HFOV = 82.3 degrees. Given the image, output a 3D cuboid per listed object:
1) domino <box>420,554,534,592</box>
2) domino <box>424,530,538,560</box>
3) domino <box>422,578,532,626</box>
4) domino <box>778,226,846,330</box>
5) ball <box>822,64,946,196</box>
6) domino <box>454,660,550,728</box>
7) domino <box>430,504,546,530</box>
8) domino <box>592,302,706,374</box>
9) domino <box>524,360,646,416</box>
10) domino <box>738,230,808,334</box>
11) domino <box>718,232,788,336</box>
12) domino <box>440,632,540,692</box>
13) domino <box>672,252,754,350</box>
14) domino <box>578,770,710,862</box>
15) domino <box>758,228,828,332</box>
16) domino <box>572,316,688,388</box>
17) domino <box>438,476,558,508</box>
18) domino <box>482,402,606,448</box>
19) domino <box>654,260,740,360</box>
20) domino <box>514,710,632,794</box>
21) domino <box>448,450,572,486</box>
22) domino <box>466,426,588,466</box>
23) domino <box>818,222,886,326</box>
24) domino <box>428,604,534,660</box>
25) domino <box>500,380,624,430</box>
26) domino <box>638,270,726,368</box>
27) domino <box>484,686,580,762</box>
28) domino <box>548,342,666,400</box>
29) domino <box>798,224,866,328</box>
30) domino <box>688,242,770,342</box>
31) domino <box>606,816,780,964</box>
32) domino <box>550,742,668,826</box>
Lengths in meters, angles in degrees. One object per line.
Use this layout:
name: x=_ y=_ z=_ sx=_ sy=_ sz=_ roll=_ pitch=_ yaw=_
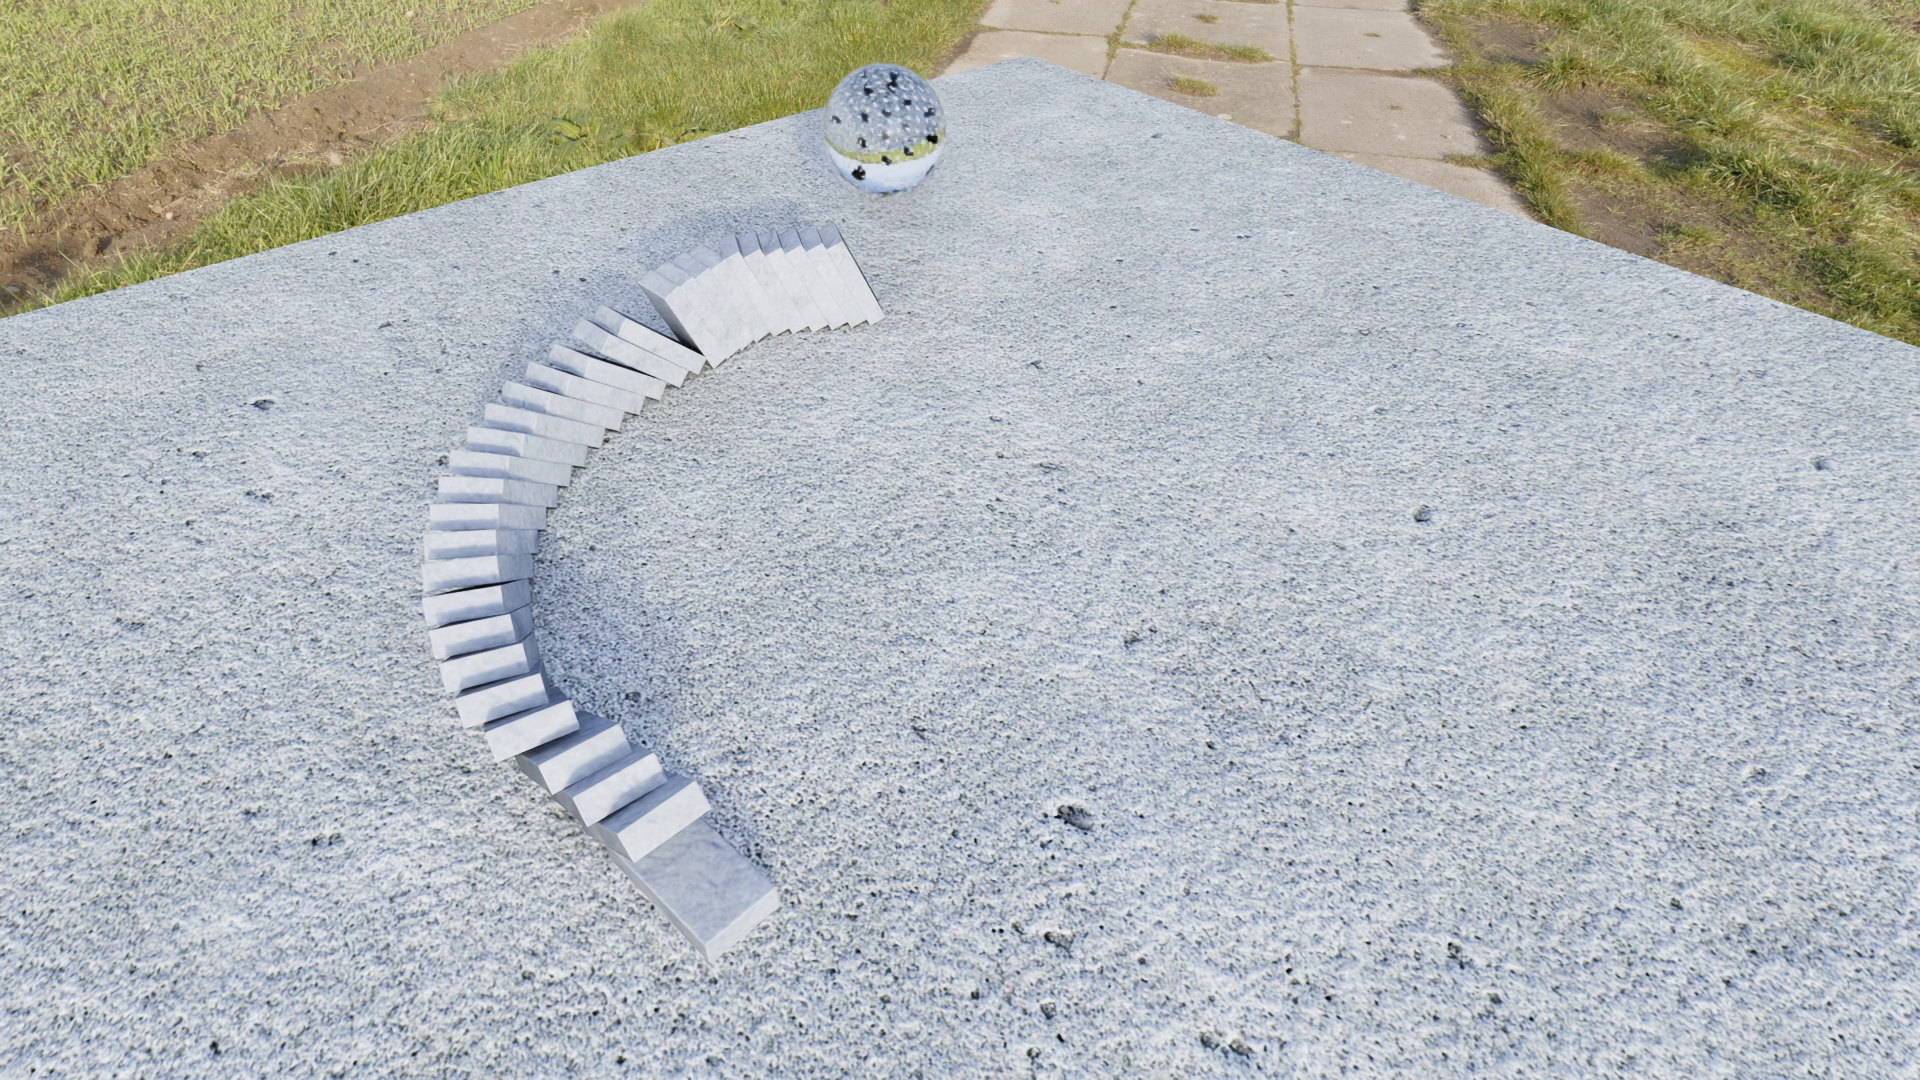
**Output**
domino: x=-0.177 y=0.011 z=0.406 sx=0.025 sy=0.010 sz=0.050 roll=-7 pitch=1 yaw=-8
domino: x=-0.181 y=0.002 z=0.419 sx=0.025 sy=0.010 sz=0.050 roll=-4 pitch=1 yaw=-5
domino: x=-0.172 y=0.022 z=0.394 sx=0.025 sy=0.009 sz=0.050 roll=-9 pitch=3 yaw=-11
domino: x=-0.077 y=-0.138 z=0.580 sx=0.009 sy=0.050 sz=0.025 roll=-28 pitch=41 yaw=4
ball: x=-0.049 y=-0.265 z=0.711 sx=0.080 sy=0.080 sz=0.080 roll=0 pitch=39 yaw=0
domino: x=-0.149 y=0.050 z=0.361 sx=0.025 sy=0.009 sz=0.050 roll=-17 pitch=5 yaw=-19
domino: x=-0.184 y=-0.009 z=0.431 sx=0.025 sy=0.009 sz=0.050 roll=-1 pitch=0 yaw=-1
domino: x=-0.151 y=-0.098 z=0.536 sx=0.025 sy=0.009 sz=0.050 roll=32 pitch=6 yaw=38
domino: x=-0.172 y=-0.069 z=0.505 sx=0.025 sy=0.010 sz=0.050 roll=20 pitch=4 yaw=22
domino: x=-0.098 y=-0.135 z=0.577 sx=0.010 sy=0.050 sz=0.025 roll=-28 pitch=42 yaw=4
domino: x=-0.108 y=-0.133 z=0.574 sx=0.010 sy=0.050 sz=0.025 roll=-28 pitch=42 yaw=4
domino: x=-0.158 y=0.041 z=0.372 sx=0.025 sy=0.010 sz=0.050 roll=-14 pitch=4 yaw=-17
domino: x=-0.126 y=-0.121 z=0.560 sx=0.009 sy=0.050 sz=0.025 roll=-44 pitch=53 yaw=-12
domino: x=-0.095 y=0.079 z=0.324 sx=0.025 sy=0.009 sz=0.050 roll=-33 pitch=14 yaw=-30
domino: x=-0.087 y=-0.136 z=0.578 sx=0.009 sy=0.050 sz=0.025 roll=-28 pitch=42 yaw=4
domino: x=-0.158 y=-0.090 z=0.528 sx=0.025 sy=0.009 sz=0.050 roll=31 pitch=5 yaw=33
domino: x=-0.185 y=-0.019 z=0.443 sx=0.025 sy=0.010 sz=0.050 roll=2 pitch=0 yaw=3
domino: x=-0.181 y=-0.050 z=0.481 sx=0.025 sy=0.009 sz=0.050 roll=12 pitch=1 yaw=14
domino: x=-0.132 y=-0.115 z=0.553 sx=0.009 sy=0.050 sz=0.025 roll=-45 pitch=54 yaw=-12
domino: x=-0.122 y=0.065 z=0.343 sx=0.025 sy=0.009 sz=0.050 roll=-27 pitch=11 yaw=-29
domino: x=-0.186 y=-0.030 z=0.456 sx=0.025 sy=0.009 sz=0.050 roll=7 pitch=1 yaw=8
domino: x=-0.183 y=-0.039 z=0.468 sx=0.025 sy=0.010 sz=0.050 roll=9 pitch=1 yaw=10
domino: x=-0.057 y=-0.141 z=0.584 sx=0.009 sy=0.050 sz=0.025 roll=-28 pitch=42 yaw=4
domino: x=-0.165 y=0.031 z=0.383 sx=0.025 sy=0.009 sz=0.050 roll=-12 pitch=3 yaw=-14
domino: x=-0.177 y=-0.060 z=0.493 sx=0.025 sy=0.009 sz=0.050 roll=17 pitch=3 yaw=19
domino: x=-0.137 y=-0.109 z=0.545 sx=0.025 sy=0.050 sz=0.009 roll=33 pitch=73 yaw=34
domino: x=-0.137 y=0.058 z=0.350 sx=0.025 sy=0.009 sz=0.050 roll=-21 pitch=7 yaw=-24
domino: x=-0.165 y=-0.079 z=0.516 sx=0.025 sy=0.009 sz=0.050 roll=23 pitch=5 yaw=26
domino: x=-0.067 y=-0.139 z=0.582 sx=0.010 sy=0.050 sz=0.025 roll=-28 pitch=42 yaw=4
domino: x=-0.119 y=-0.127 z=0.567 sx=0.010 sy=0.050 sz=0.025 roll=-42 pitch=51 yaw=-11
domino: x=-0.079 y=0.098 z=0.324 sx=0.050 sy=0.010 sz=0.025 roll=31 pitch=48 yaw=32
domino: x=-0.109 y=0.072 z=0.334 sx=0.025 sy=0.010 sz=0.050 roll=-28 pitch=12 yaw=-29
